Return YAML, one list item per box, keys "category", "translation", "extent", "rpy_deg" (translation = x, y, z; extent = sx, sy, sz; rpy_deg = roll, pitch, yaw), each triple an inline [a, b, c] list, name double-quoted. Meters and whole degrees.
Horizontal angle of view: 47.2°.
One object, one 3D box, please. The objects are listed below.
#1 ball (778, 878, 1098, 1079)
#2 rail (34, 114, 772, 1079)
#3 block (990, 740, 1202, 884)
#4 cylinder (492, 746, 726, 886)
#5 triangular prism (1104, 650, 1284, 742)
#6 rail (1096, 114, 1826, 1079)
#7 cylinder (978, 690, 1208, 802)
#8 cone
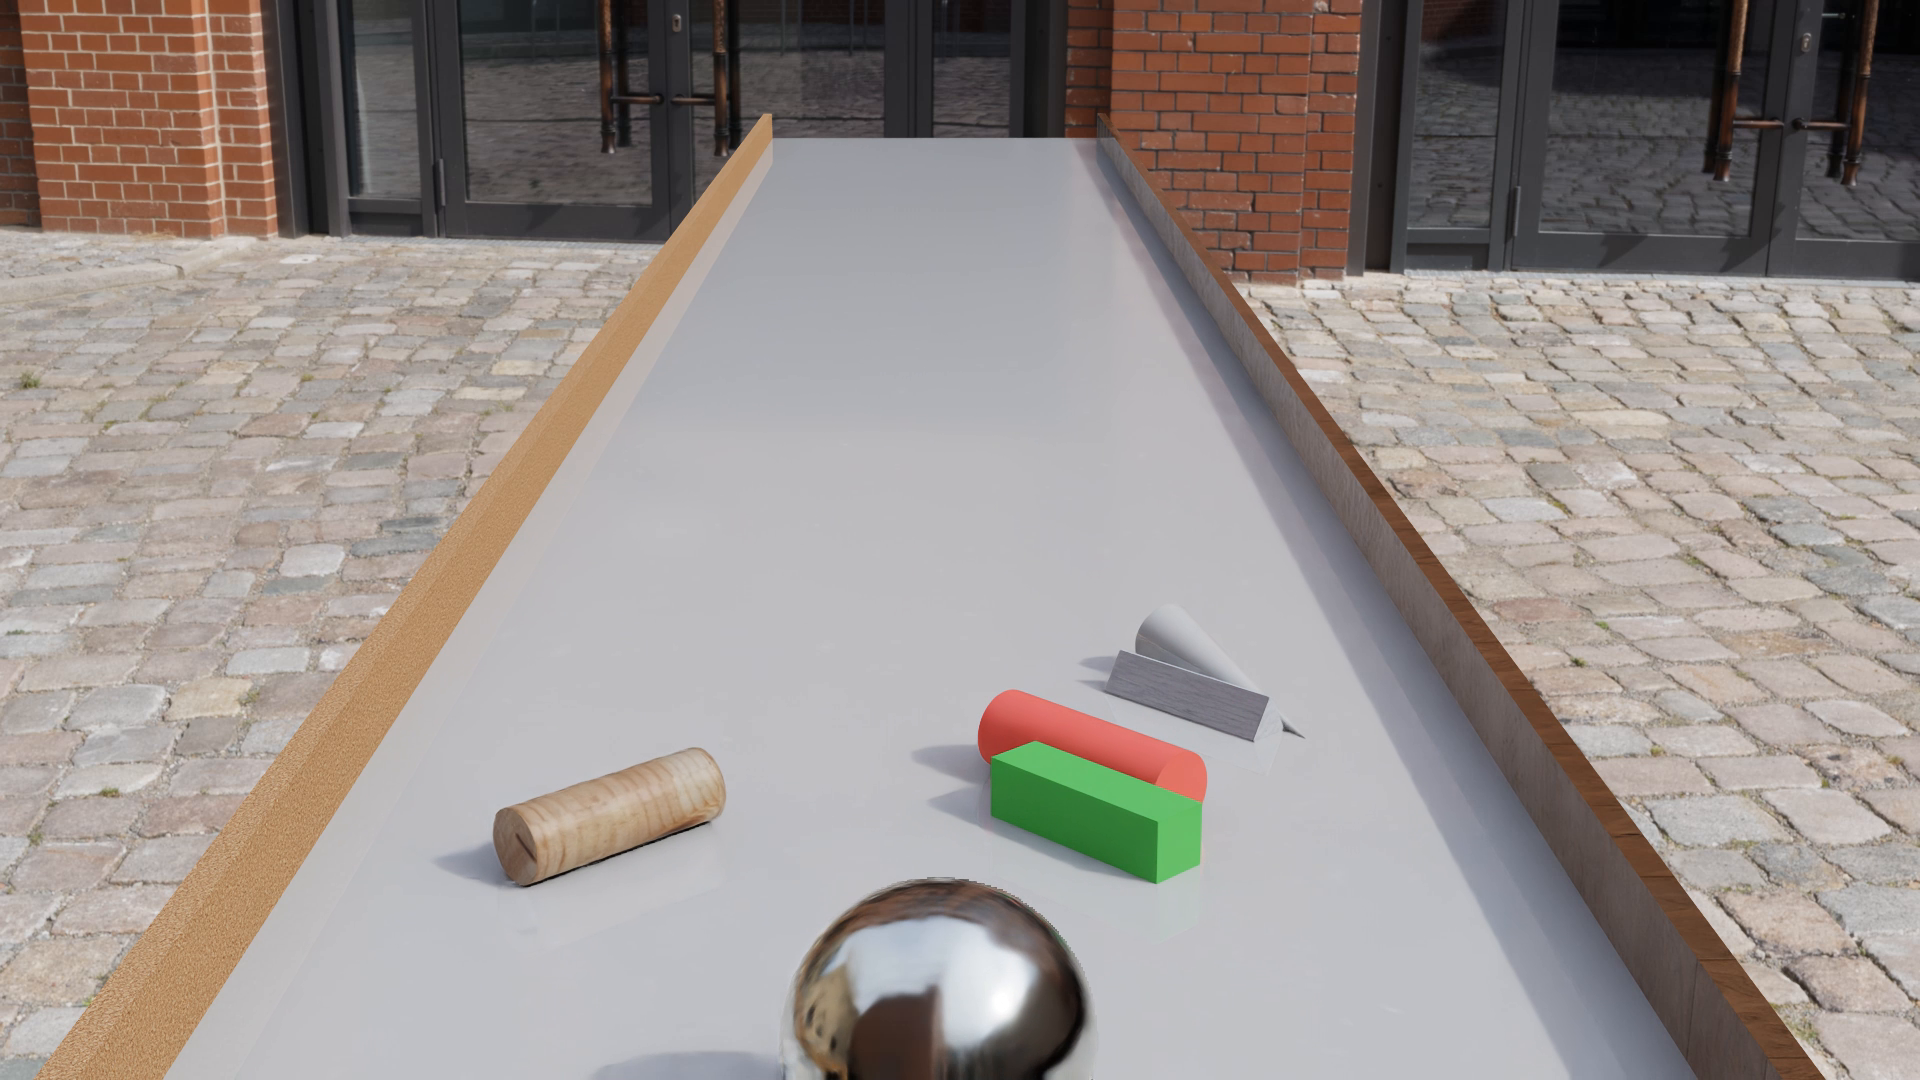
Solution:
- category: "ball"
  translation: [-0.026, 0.589, 2.591]
  extent: [0.374, 0.374, 0.374]
  rpy_deg: [0, 17, 0]
- category: "rail"
  translation: [-1.118, -0.838, 7.780]
  extent: [0.050, 0.150, 12.000]
  rpy_deg: [0, 17, -1]
- category: "block"
  translation: [0.217, 0.438, 3.570]
  extent: [0.105, 0.105, 0.366]
  rpy_deg: [-15, 22, -42]
- category: "cylinder"
  translation: [-0.559, 0.439, 3.531]
  extent: [0.365, 0.125, 0.125]
  rpy_deg: [-15, 22, -42]
- category: "triangular prism"
  translation: [0.437, 0.284, 4.132]
  extent: [0.087, 0.076, 0.363]
  rpy_deg: [-15, 22, -42]
- category: "rail"
  translation: [0.932, -0.844, 7.801]
  extent: [0.050, 0.150, 12.000]
  rpy_deg: [0, 17, -1]
- category: "cylinder"
  translation: [0.220, 0.372, 3.732]
  extent: [0.140, 0.140, 0.401]
  rpy_deg: [-15, 22, -42]
- category: "cone"
  translation: [0.518, 0.276, 4.177]
  extent: [0.140, 0.140, 0.447]
  rpy_deg: [-10, 28, -30]
